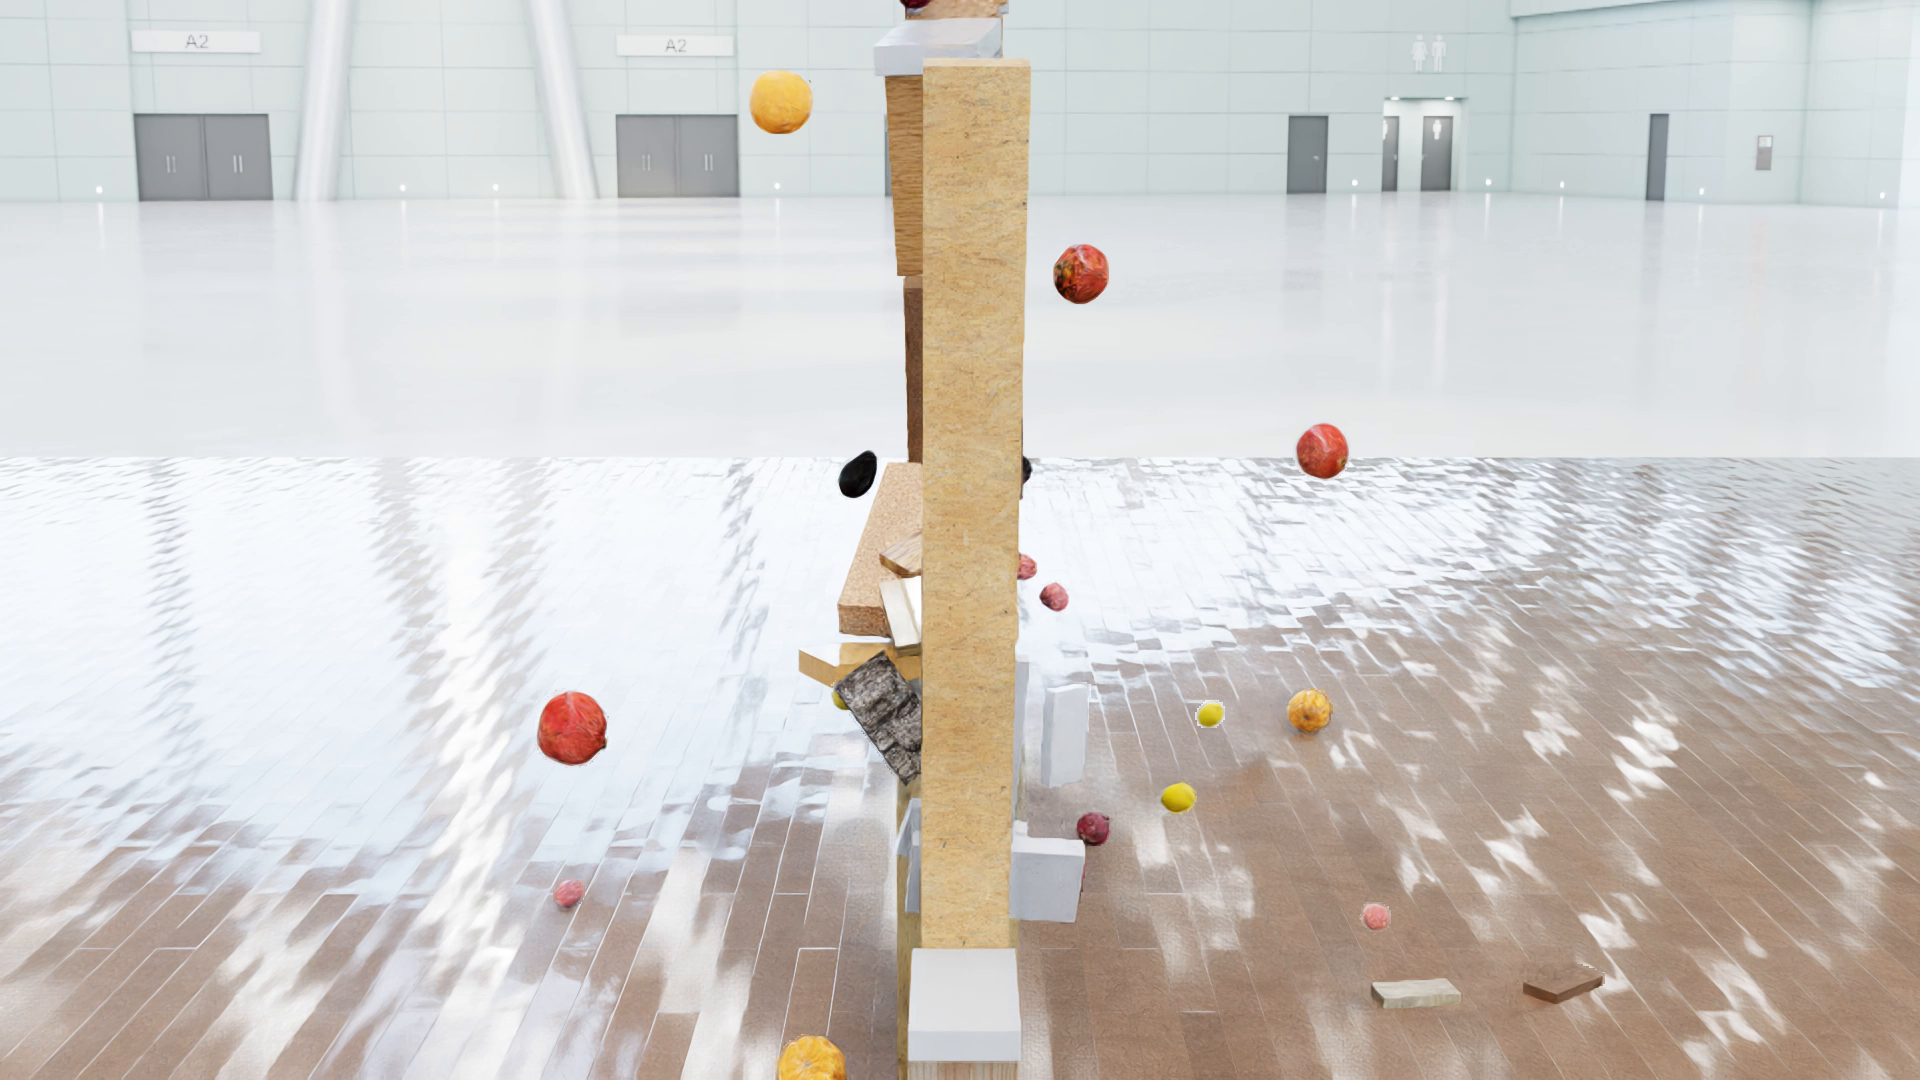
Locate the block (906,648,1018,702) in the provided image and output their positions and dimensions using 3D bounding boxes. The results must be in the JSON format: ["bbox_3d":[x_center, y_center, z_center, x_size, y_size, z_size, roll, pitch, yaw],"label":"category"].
[{"bbox_3d":[-0.004,0.160,2.920,0.157,0.045,0.315,0,10,0],"label":"block"}]

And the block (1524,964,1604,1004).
[{"bbox_3d":[0.895,0.658,3.258,0.116,0.016,0.058,-9,14,-39],"label":"block"}]

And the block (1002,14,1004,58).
[{"bbox_3d":[0.002,-0.646,4.252,0.163,1.566,0.046,0,10,0],"label":"block"}]

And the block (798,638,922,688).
[{"bbox_3d":[-0.086,0.150,2.769,0.210,0.030,0.105,-6,12,-28],"label":"block"}]

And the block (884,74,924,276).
[{"bbox_3d":[-0.024,-0.523,3.132,0.145,0.290,0.041,-1,25,4],"label":"block"}]

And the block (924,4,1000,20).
[{"bbox_3d":[0.002,-0.818,3.433,0.115,0.033,0.230,0,13,-1],"label":"block"}]

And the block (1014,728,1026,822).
[{"bbox_3d":[0.043,0.289,2.711,0.074,0.148,0.021,6,22,19],"label":"block"}]

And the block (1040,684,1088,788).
[{"bbox_3d":[0.135,0.253,2.844,0.063,0.126,0.018,-6,12,-43],"label":"block"}]

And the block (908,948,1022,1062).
[{"bbox_3d":[0.005,0.533,2.534,0.124,0.035,0.247,0,10,0],"label":"block"}]

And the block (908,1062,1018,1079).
[{"bbox_3d":[0.004,0.678,2.519,0.124,0.247,0.035,0,28,0],"label":"block"}]

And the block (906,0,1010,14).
[{"bbox_3d":[-0.004,-1.101,3.610,0.168,0.460,0.048,0,10,-2],"label":"block"}]

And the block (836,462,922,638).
[{"bbox_3d":[-0.044,0.011,2.927,0.169,0.048,0.337,3,35,9],"label":"block"}]

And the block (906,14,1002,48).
[{"bbox_3d":[-0.010,-0.815,3.844,0.168,0.336,0.048,0,9,0],"label":"block"}]

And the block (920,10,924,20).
[{"bbox_3d":[-0.007,-0.860,3.659,0.114,0.032,0.228,0,10,0],"label":"block"}]

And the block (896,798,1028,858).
[{"bbox_3d":[0.002,0.367,2.702,0.148,0.074,0.021,14,29,-9],"label":"block"}]

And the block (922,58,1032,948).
[{"bbox_3d":[0.010,0.138,2.486,0.105,1.382,0.030,0,29,-2],"label":"block"}]

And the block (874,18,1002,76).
[{"bbox_3d":[-0.028,-0.710,3.158,0.145,0.041,0.290,0,20,8],"label":"block"}]

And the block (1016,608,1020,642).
[{"bbox_3d":[-0.010,0.013,3.007,0.169,0.048,0.357,-2,35,0],"label":"block"}]

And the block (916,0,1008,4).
[{"bbox_3d":[0.001,-0.957,3.338,0.140,0.280,0.040,0,11,2],"label":"block"}]

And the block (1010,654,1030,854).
[{"bbox_3d":[0.027,0.434,2.686,0.058,0.698,0.016,3,30,-3],"label":"block"}]

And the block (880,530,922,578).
[{"bbox_3d":[-0.037,0.010,2.869,0.126,0.018,0.063,-30,43,-33],"label":"block"}]

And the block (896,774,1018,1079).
[{"bbox_3d":[-0.003,0.464,2.878,0.158,0.537,0.045,0,11,1],"label":"block"}]

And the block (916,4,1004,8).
[{"bbox_3d":[-0.001,-0.998,3.519,0.140,0.280,0.040,-1,9,-2],"label":"block"}]

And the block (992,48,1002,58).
[{"bbox_3d":[-0.005,-0.566,3.321,0.145,0.340,0.041,-1,21,4],"label":"block"}]

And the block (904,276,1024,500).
[{"bbox_3d":[0.007,-0.217,3.186,0.169,0.337,0.048,0,29,1],"label":"block"}]

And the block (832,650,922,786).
[{"bbox_3d":[-0.080,0.215,2.661,0.074,0.148,0.021,-36,2,-11],"label":"block"}]

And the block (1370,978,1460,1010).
[{"bbox_3d":[0.667,0.665,3.222,0.116,0.016,0.058,-2,11,-9],"label":"block"}]

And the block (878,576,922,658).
[{"bbox_3d":[-0.059,0.095,2.751,0.063,0.018,0.126,-10,39,-7],"label":"block"}]

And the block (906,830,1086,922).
[{"bbox_3d":[0.042,0.414,2.701,0.210,0.105,0.030,4,30,-4],"label":"block"}]
